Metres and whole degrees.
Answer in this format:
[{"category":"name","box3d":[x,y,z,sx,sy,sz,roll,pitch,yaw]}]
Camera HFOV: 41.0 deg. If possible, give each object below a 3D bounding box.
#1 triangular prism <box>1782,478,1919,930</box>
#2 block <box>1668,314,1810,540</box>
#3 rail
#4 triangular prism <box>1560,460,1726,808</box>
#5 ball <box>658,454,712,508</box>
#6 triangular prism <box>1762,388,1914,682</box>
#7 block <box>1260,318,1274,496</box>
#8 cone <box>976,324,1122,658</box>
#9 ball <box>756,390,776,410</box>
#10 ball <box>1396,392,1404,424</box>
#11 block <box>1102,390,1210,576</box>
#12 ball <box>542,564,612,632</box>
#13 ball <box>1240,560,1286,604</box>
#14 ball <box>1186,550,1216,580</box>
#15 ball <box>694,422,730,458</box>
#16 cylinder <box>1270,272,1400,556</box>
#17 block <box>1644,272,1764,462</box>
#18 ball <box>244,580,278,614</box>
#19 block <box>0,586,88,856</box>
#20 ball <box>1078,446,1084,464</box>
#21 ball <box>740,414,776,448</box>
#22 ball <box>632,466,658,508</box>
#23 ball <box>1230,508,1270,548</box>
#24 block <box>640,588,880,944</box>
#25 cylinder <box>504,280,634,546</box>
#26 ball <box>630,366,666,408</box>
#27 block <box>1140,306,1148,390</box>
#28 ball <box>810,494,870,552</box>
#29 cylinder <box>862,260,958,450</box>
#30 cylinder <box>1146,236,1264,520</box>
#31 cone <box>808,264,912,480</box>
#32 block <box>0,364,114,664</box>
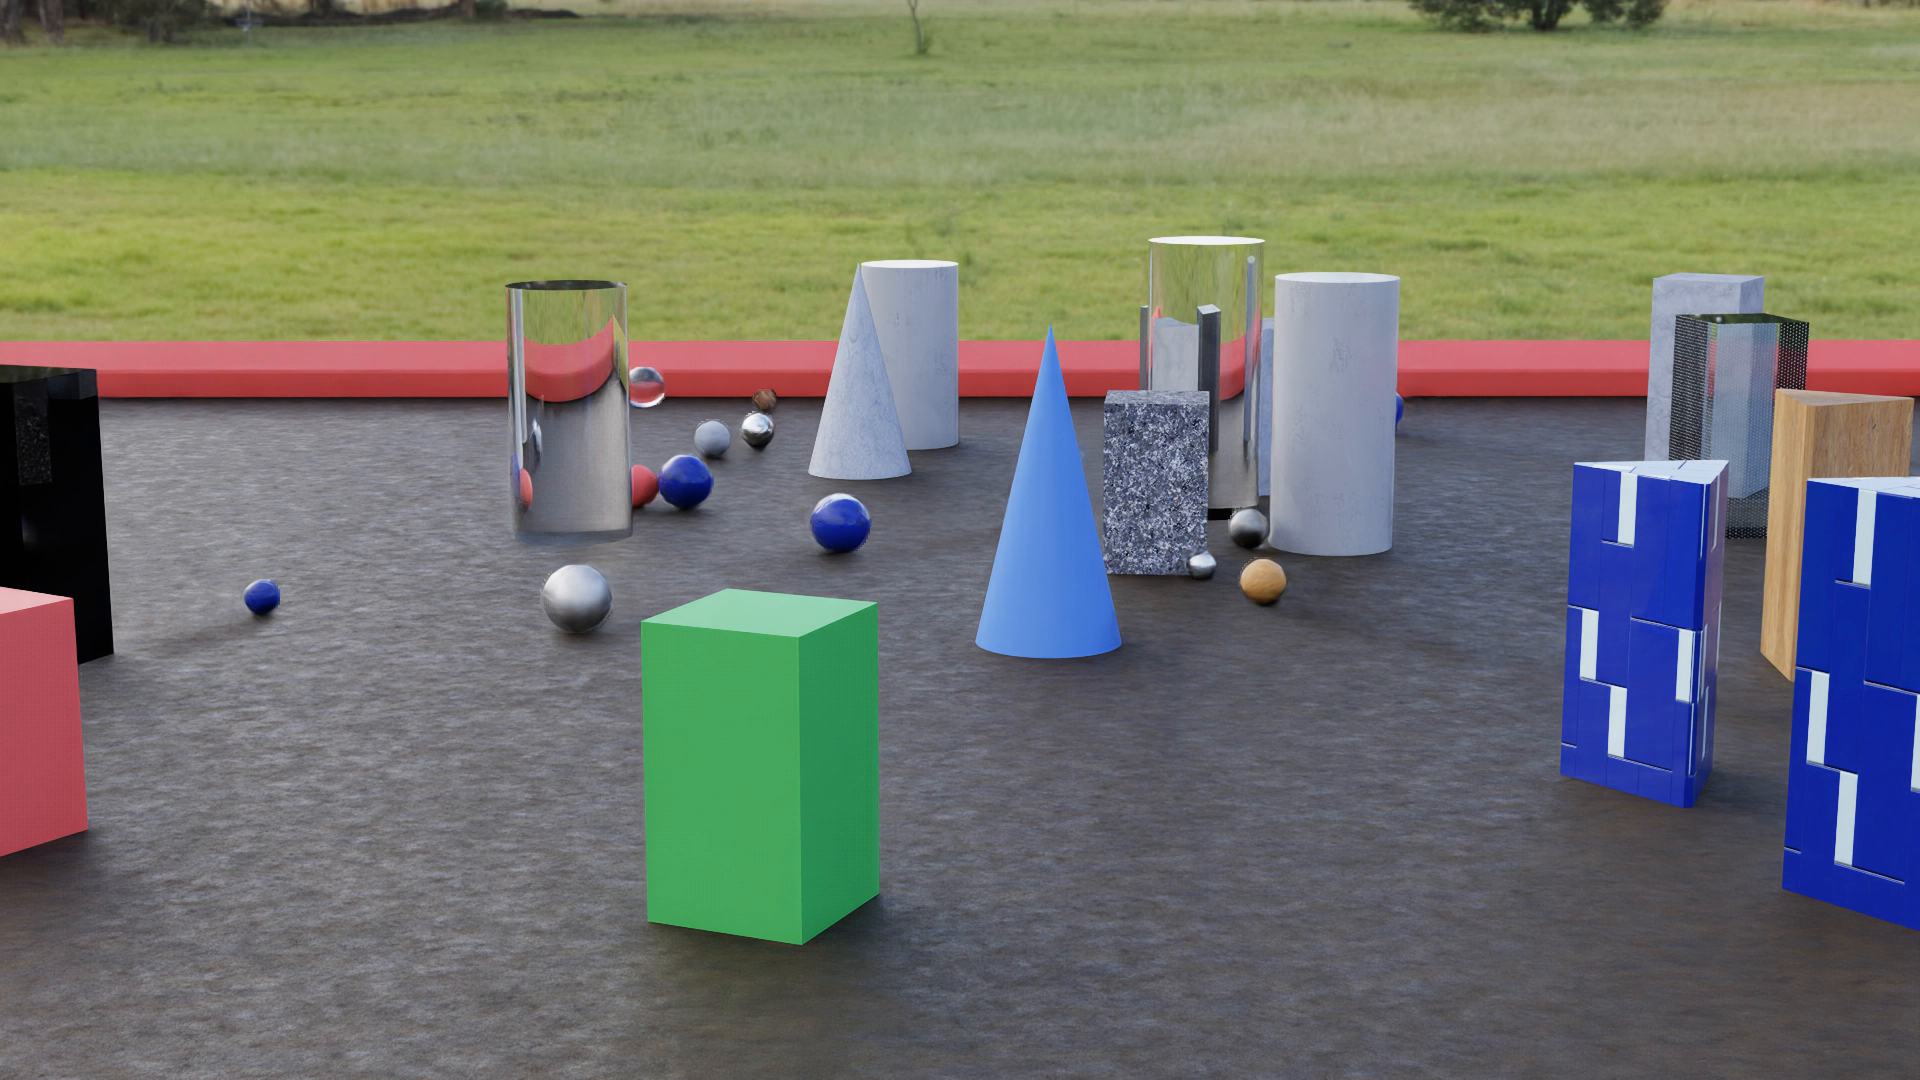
[{"category":"triangular prism","box3d":[0.837,0.133,2.233,0.139,0.369,0.161,-7,13,-35]},{"category":"block","box3d":[1.211,-0.180,4.005,0.149,0.333,0.149,-2,11,-9]},{"category":"rail","box3d":[-0.013,-0.372,5.606,4.413,0.121,0.045,0,11,0]},{"category":"triangular prism","box3d":[0.726,0.086,2.608,0.139,0.324,0.161,-8,13,-36]},{"category":"ball","box3d":[-0.453,-0.096,4.222,0.089,0.089,0.089,0,11,0]},{"category":"triangular prism","box3d":[1.033,-0.012,3.113,0.161,0.330,0.139,-5,12,-25]},{"category":"block","box3d":[0.536,-0.233,4.422,0.149,0.284,0.149,-6,12,-28]},{"category":"cone","box3d":[0.112,-0.071,3.223,0.186,0.406,0.186,0,11,0]},{"category":"ball","box3d":[-0.410,-0.294,5.408,0.043,0.043,0.043,0,11,0]},{"category":"ball","box3d":[0.834,-0.262,5.098,0.093,0.093,0.093,0,11,0]},{"category":"block","box3d":[0.286,-0.085,3.735,0.149,0.247,0.149,1,11,5]},{"category":"ball","box3d":[-0.494,0.075,3.308,0.088,0.088,0.088,0,11,0]},{"category":"ball","box3d":[0.412,0.056,3.481,0.061,0.061,0.061,0,11,0]},{"category":"ball","box3d":[0.343,0.036,3.644,0.042,0.042,0.042,0,11,0]},{"category":"ball","box3d":[-0.460,-0.187,4.770,0.067,0.067,0.067,0,11,0]},{"category":"cylinder","box3d":[0.565,-0.193,3.876,0.186,0.407,0.186,0,11,0]},{"category":"block","box3d":[1.289,-0.275,4.444,0.149,0.359,0.149,7,12,32]},{"category":"ball","box3d":[-0.932,0.076,3.420,0.045,0.045,0.045,0,11,0]},{"category":"block","box3d":[-0.940,0.171,2.419,0.149,0.227,0.149,6,12,31]},{"category":"ball","box3d":[0.192,-0.146,4.570,0.059,0.059,0.059,0,11,0]},{"category":"ball","box3d":[-0.385,-0.208,4.885,0.065,0.065,0.065,0,11,0]},{"category":"ball","box3d":[-0.532,-0.088,4.234,0.069,0.069,0.069,0,11,0]},{"category":"ball","box3d":[0.437,-0.017,3.880,0.060,0.060,0.060,0,11,0]},{"category":"block","box3d":[-0.170,0.191,2.213,0.149,0.263,0.149,5,12,24]},{"category":"cylinder","box3d":[-0.602,-0.199,3.956,0.186,0.388,0.186,0,11,0]},{"category":"ball","box3d":[-0.670,-0.324,5.442,0.090,0.090,0.090,0,11,0]},{"category":"block","box3d":[0.443,-0.318,4.930,0.149,0.265,0.149,6,12,27]},{"category":"ball","box3d":[-0.180,-0.025,3.842,0.089,0.089,0.089,0,11,0]},{"category":"cylinder","box3d":[-0.096,-0.358,4.926,0.186,0.344,0.186,0,11,0]},{"category":"cylinder","box3d":[0.397,-0.265,4.167,0.186,0.441,0.186,0,11,0]},{"category":"cone","box3d":[-0.180,-0.308,4.578,0.186,0.375,0.186,0,11,0]},{"category":"block","box3d":[-1.149,-0.026,3.119,0.149,0.356,0.149,4,11,20]}]
